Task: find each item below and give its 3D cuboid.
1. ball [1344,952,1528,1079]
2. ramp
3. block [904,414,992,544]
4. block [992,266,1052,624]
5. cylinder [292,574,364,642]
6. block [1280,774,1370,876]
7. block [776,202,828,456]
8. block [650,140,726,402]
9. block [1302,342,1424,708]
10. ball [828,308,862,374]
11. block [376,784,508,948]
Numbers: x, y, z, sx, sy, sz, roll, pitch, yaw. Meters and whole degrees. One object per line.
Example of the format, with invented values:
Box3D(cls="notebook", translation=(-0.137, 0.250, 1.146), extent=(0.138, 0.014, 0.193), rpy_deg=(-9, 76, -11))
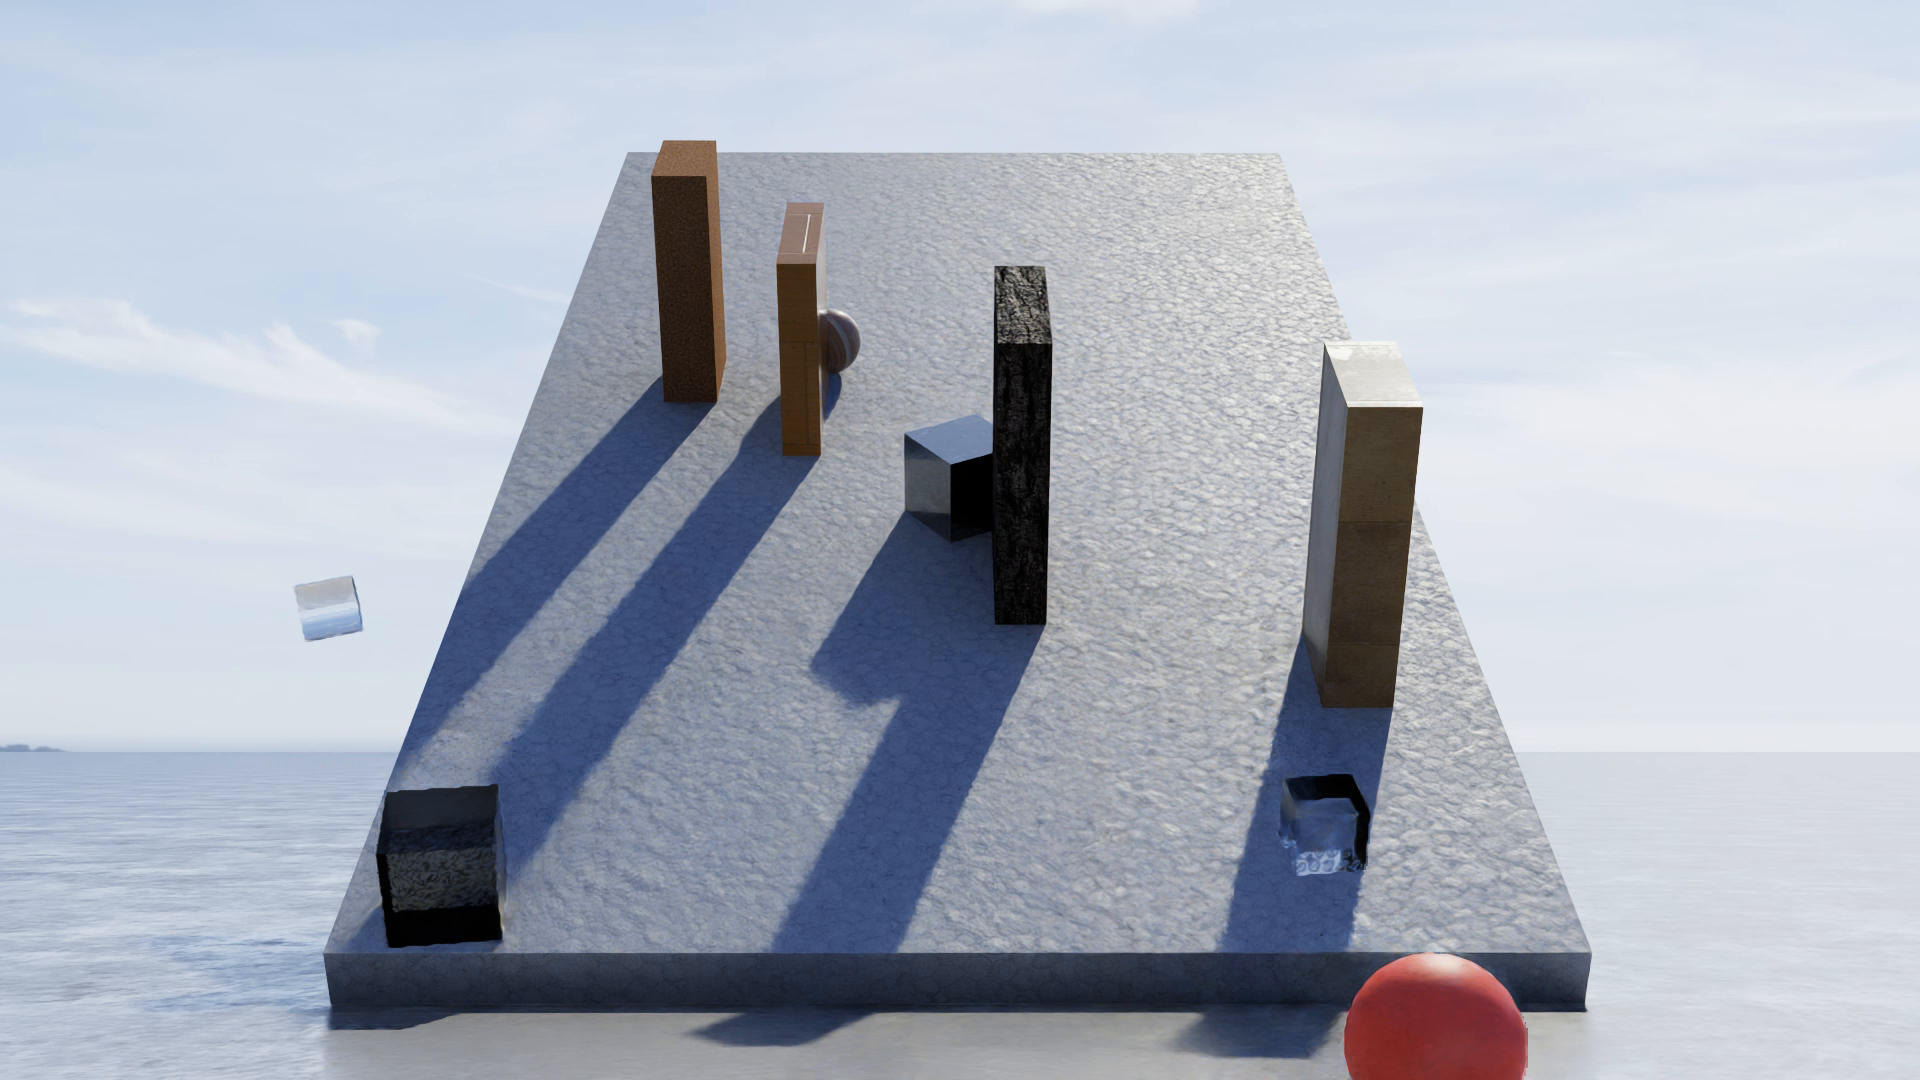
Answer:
Box3D(cls="ball", translation=(0.503, 0.534, 2.517), extent=(0.191, 0.191, 0.191), rpy_deg=(0, -5, 0))
Box3D(cls="ramp", translation=(-0.011, -0.225, 5.543), extent=(2.000, 0.100, 4.000), rpy_deg=(0, 27, 0))
Box3D(cls="block", translation=(0.008, -0.133, 5.057), extent=(0.183, 0.183, 0.183), rpy_deg=(-16, 32, -29))
Box3D(cls="block", translation=(0.120, -0.192, 4.721), extent=(0.101, 0.598, 0.402), rpy_deg=(0, 27, 0))
Box3D(cls="cylinder", translation=(-1.456, 0.158, 5.478), extent=(0.134, 0.134, 0.134), rpy_deg=(-12, -1, -18))
Box3D(cls="block", translation=(0.607, 0.474, 3.963), extent=(0.117, 0.117, 0.117), rpy_deg=(-3, 28, -6))
Box3D(cls="block", translation=(-0.357, -0.486, 5.437), extent=(0.086, 0.460, 0.397), rpy_deg=(0, 27, 0))
Box3D(cls="block", translation=(-0.637, -0.634, 5.612), extent=(0.125, 0.559, 0.260), rpy_deg=(0, 27, 0))
Box3D(cls="block", translation=(0.737, -0.028, 4.395), extent=(0.131, 0.610, 0.295), rpy_deg=(0, 27, 0))
Box3D(cls="ball", translation=(-0.320, -0.482, 5.753), extent=(0.160, 0.160, 0.160), rpy_deg=(0, -5, 0))
Box3D(cls="block", translation=(-0.825, 0.520, 3.799), extent=(0.178, 0.178, 0.178), rpy_deg=(-3, 28, -6))
